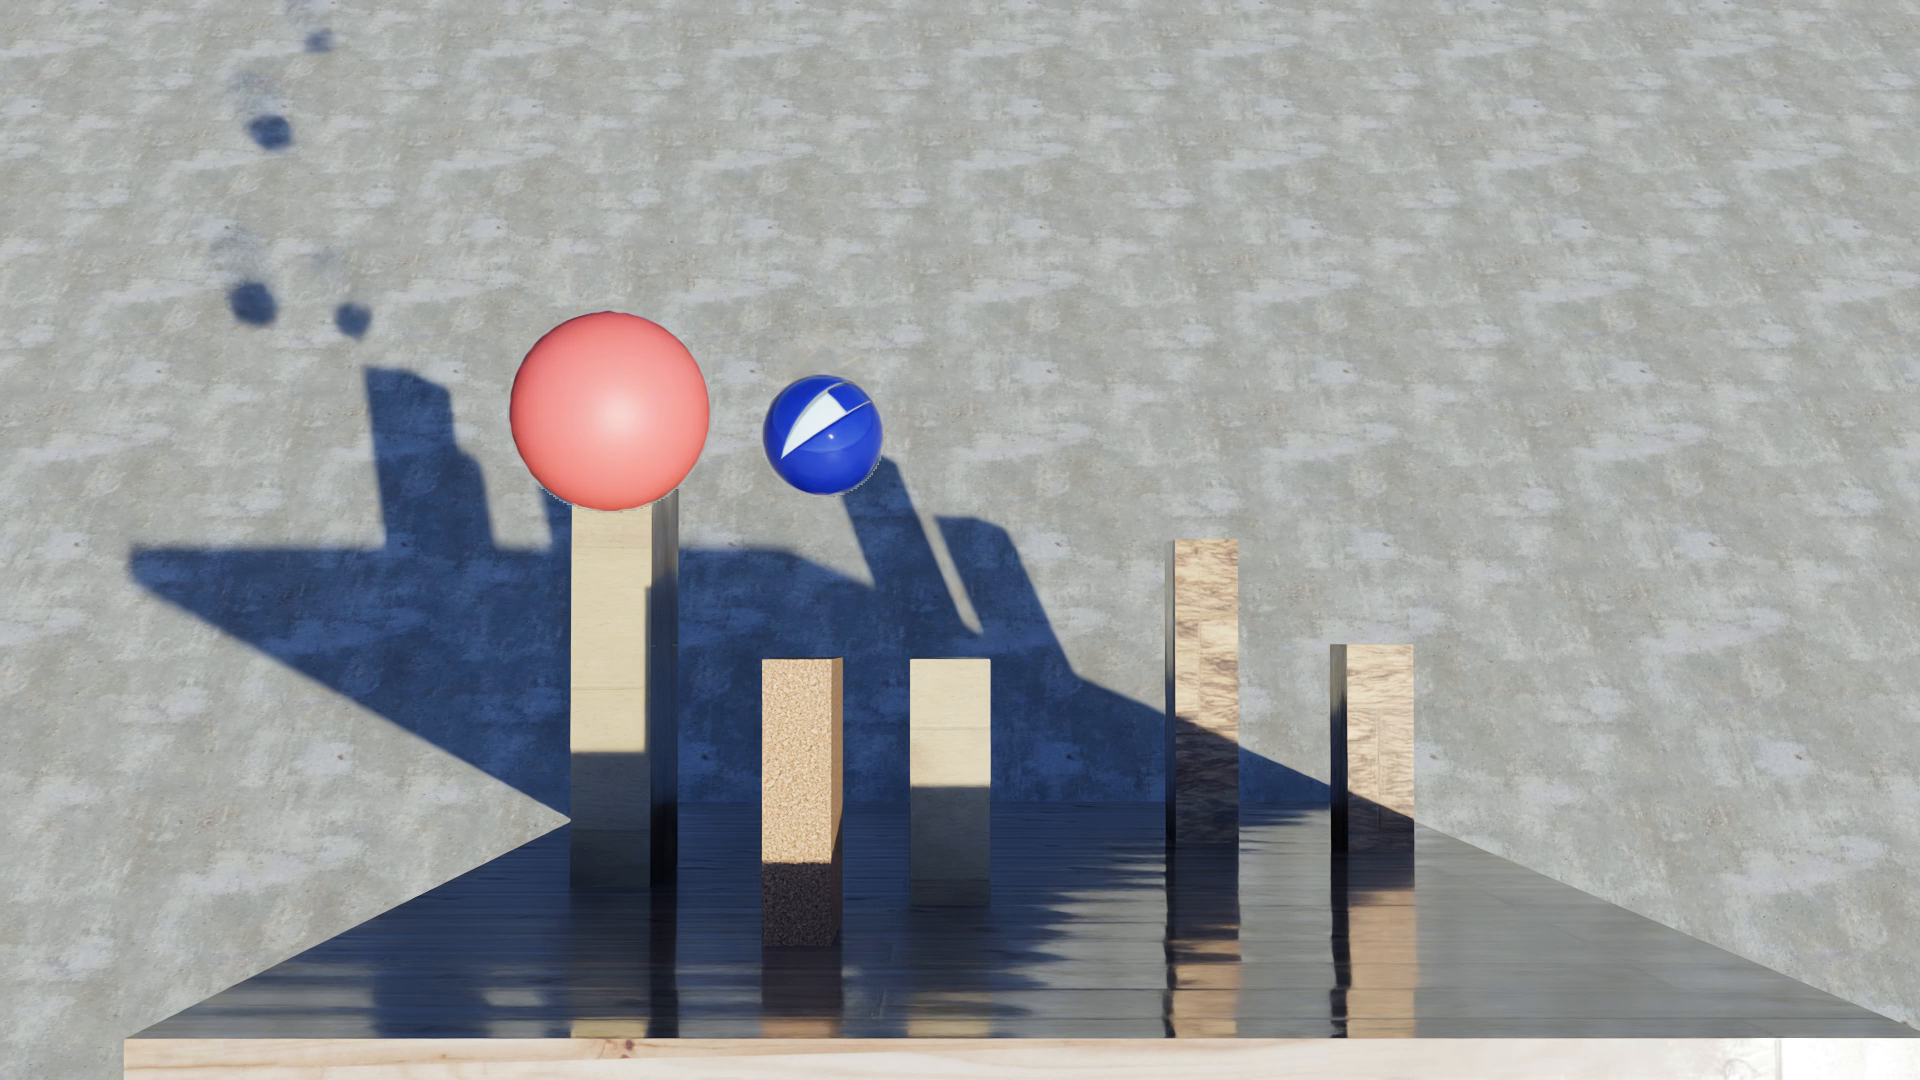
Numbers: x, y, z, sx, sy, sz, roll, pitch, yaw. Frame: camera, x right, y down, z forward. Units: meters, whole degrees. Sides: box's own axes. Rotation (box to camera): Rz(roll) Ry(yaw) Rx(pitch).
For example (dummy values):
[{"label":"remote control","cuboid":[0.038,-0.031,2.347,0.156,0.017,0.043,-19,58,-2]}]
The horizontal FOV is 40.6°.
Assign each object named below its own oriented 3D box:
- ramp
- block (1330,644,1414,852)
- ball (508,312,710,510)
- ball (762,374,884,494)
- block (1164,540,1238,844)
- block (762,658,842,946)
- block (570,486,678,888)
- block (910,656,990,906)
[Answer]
[{"label":"ramp","cuboid":[0.078,0.671,4.861,2.000,0.100,4.000,0,-2,0]},{"label":"block","cuboid":[0.859,0.429,5.432,0.135,0.422,0.249,0,-2,0]},{"label":"ball","cuboid":[-0.315,-0.116,2.342,0.179,0.179,0.179,0,36,0]},{"label":"ball","cuboid":[-0.153,-0.117,2.887,0.134,0.134,0.134,0,36,0]},{"label":"block","cuboid":[0.525,0.326,5.667,0.134,0.646,0.274,0,-2,0]},{"label":"block","cuboid":[-0.234,0.382,3.903,0.099,0.409,0.365,0,-2,0]},{"label":"block","cuboid":[-0.615,0.241,4.799,0.141,0.754,0.440,0,-2,0]},{"label":"block","cuboid":[-0.016,0.406,4.484,0.132,0.403,0.423,0,-2,0]}]
